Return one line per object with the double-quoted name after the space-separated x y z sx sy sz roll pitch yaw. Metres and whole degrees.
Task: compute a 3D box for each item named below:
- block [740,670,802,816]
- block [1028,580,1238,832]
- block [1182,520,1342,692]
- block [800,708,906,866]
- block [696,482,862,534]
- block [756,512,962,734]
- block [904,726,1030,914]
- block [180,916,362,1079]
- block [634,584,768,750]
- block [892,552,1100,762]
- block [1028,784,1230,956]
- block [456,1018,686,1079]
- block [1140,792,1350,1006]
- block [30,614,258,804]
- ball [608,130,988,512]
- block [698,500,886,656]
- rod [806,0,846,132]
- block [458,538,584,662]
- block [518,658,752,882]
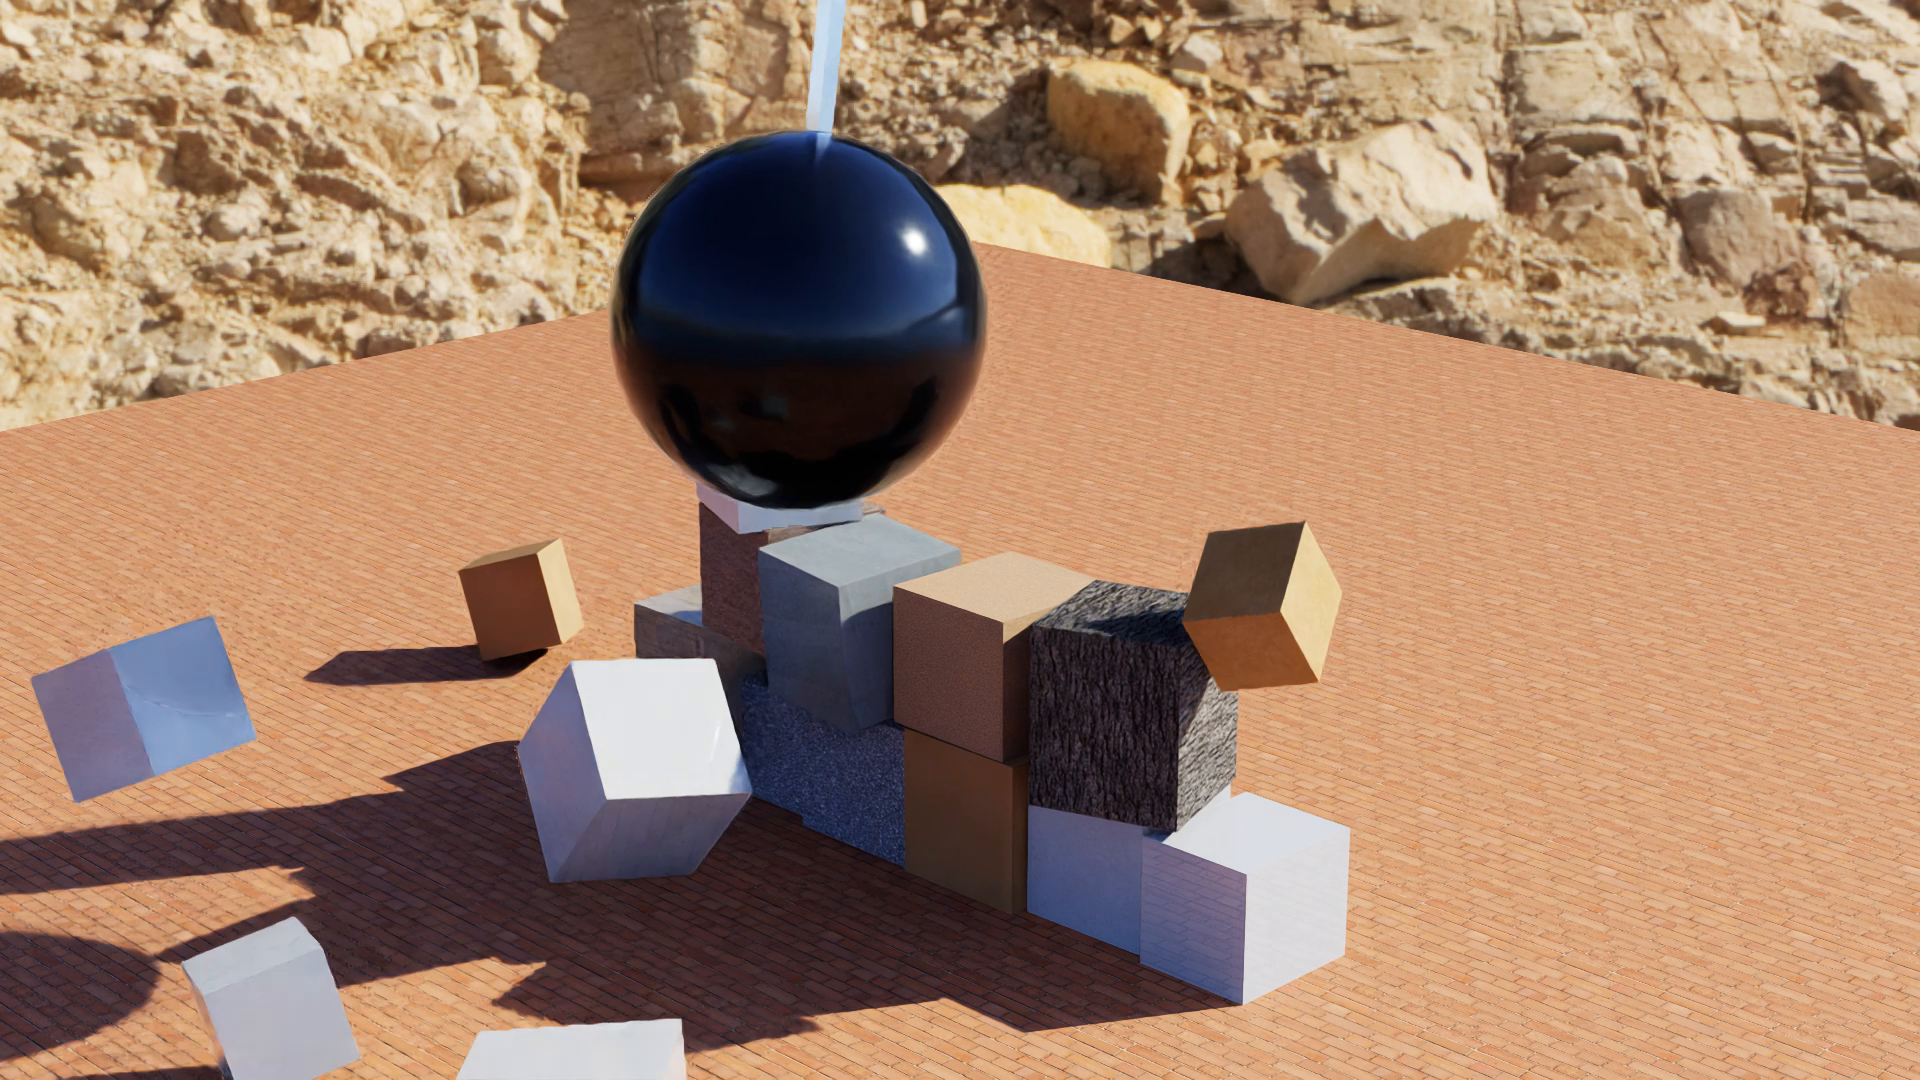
-0.683 0.950 14.340 0.564 0.590 0.514 -17 24 -42 "block"
0.754 0.700 12.614 0.685 0.817 0.684 8 19 25 "block"
1.267 0.278 12.257 0.447 0.440 0.510 -7 43 30 "block"
-0.239 1.043 13.907 0.722 0.671 0.726 -17 24 -42 "block"
-0.868 -0.481 13.948 0.617 0.689 0.649 -7 19 -21 "block"
-0.450 0.375 13.667 0.680 0.716 0.677 -17 25 -33 "block"
0.258 1.179 13.420 0.682 0.704 0.764 17 24 42 "block"
-2.678 1.824 11.385 0.471 0.476 0.512 -21 15 -20 "block"
-1.119 0.704 14.760 0.697 0.807 0.754 -17 24 -42 "block"
0.208 0.515 13.267 0.734 0.653 0.705 -16 24 -41 "block"
0.744 1.354 12.969 0.653 0.641 0.601 16 23 41 "block"
-1.324 2.142 10.062 0.722 0.715 0.847 -4 9 0 "block"
1.216 1.519 12.525 0.684 0.591 0.572 -17 24 -42 "block"
-3.388 0.702 12.181 0.570 0.551 0.545 -18 2 38 "block"
-0.679 -0.921 12.341 1.600 1.600 1.600 0 17 0 "ball"
-0.806 0.132 14.180 0.666 0.626 0.630 -12 21 -34 "block"
-0.294 -4.238 11.702 0.080 5.200 0.080 17 15 42 "rod"
-2.419 0.326 16.193 0.464 0.518 0.445 -12 9 11 "block"
-1.452 1.019 13.009 0.692 0.736 0.694 0 56 -31 "block"
